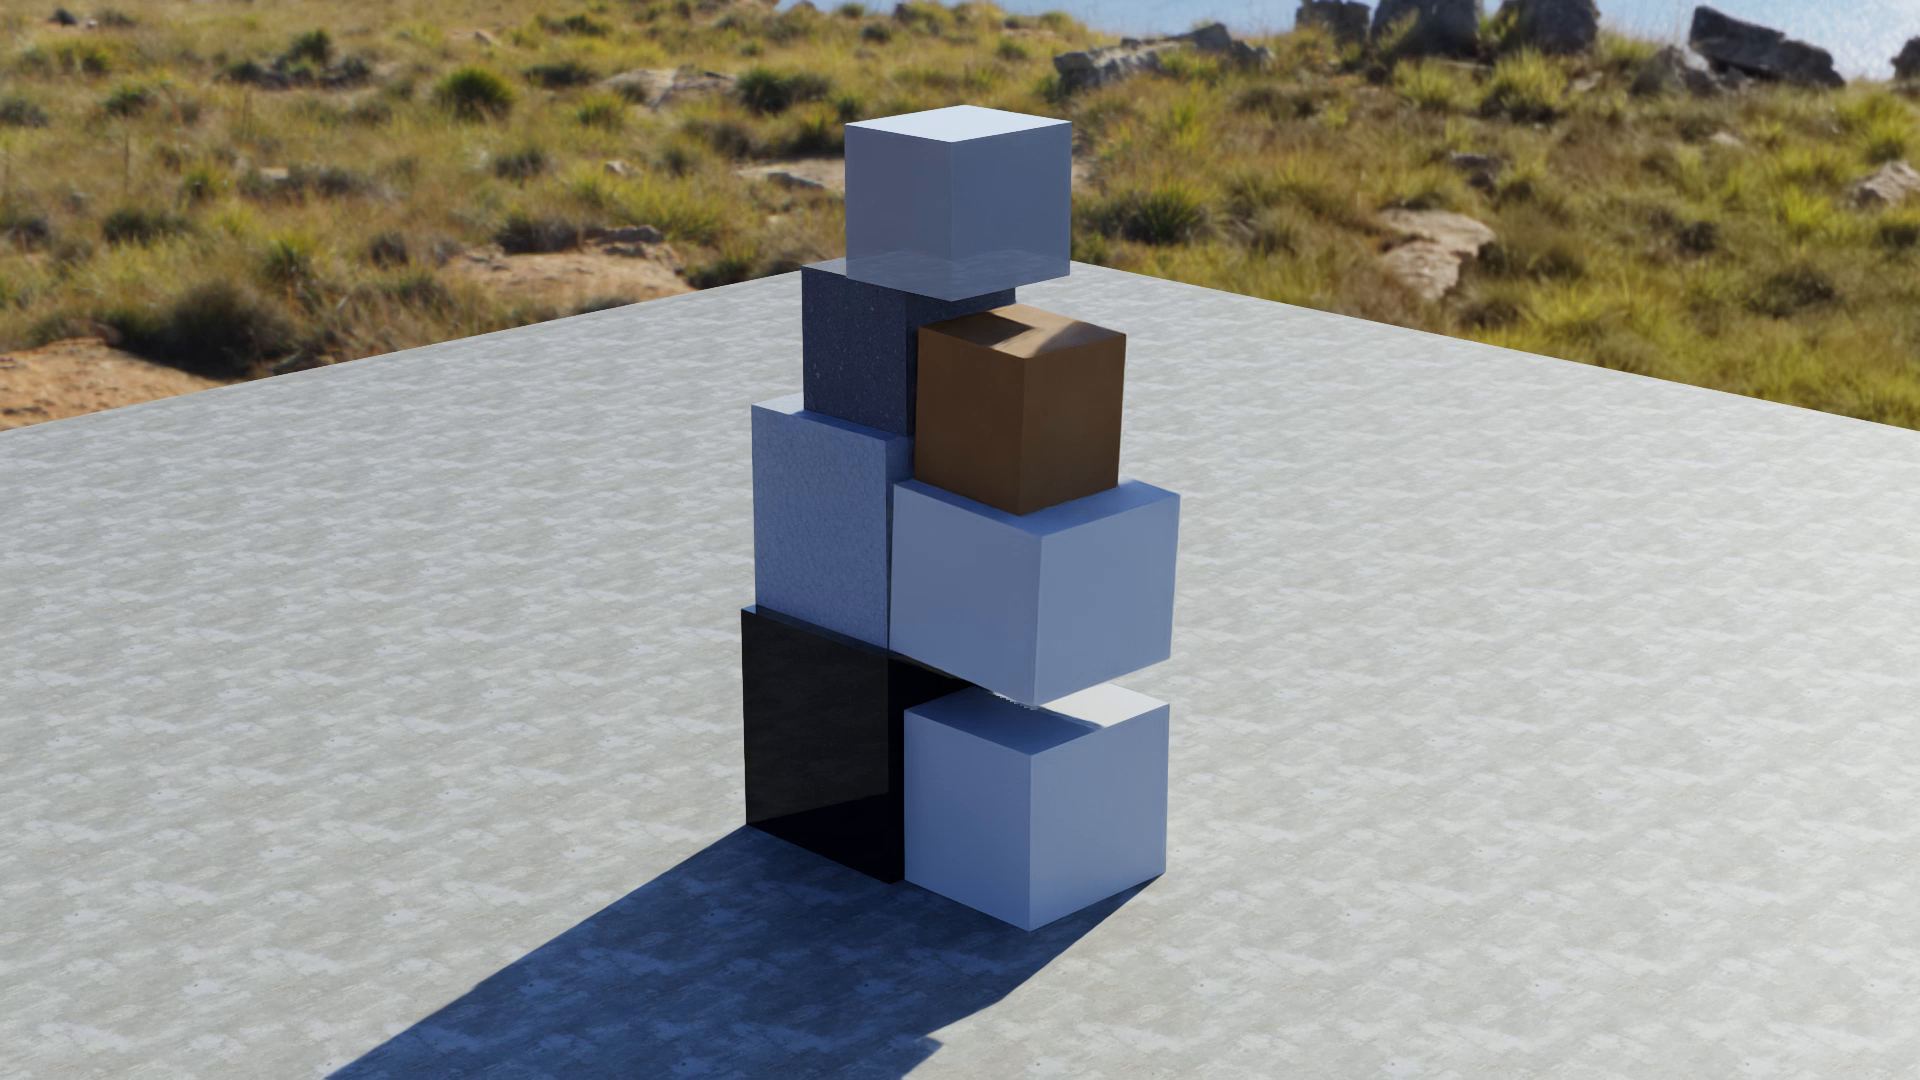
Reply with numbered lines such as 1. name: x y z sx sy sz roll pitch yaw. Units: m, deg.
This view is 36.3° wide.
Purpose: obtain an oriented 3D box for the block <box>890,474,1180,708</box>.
1. block: 0.326 0.143 13.029 0.888 0.777 0.897 -17 27 -42

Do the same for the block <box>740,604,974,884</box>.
1. block: -0.271 0.824 13.909 1.138 1.087 0.994 -17 24 -42

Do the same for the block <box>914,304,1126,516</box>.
1. block: 0.260 -0.583 12.860 0.635 0.700 0.644 -17 27 -42

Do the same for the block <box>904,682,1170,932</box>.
1. block: 0.347 1.145 13.321 0.908 0.829 0.789 -17 24 -42

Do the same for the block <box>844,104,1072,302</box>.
1. block: -0.007 -1.490 12.866 0.742 0.683 0.659 -17 24 -42

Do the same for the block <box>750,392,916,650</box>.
1. block: -0.328 -0.162 13.619 0.894 0.969 0.895 -17 24 -42

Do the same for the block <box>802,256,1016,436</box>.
1. block: -0.232 -0.918 13.295 0.688 0.667 0.676 -17 24 -42
